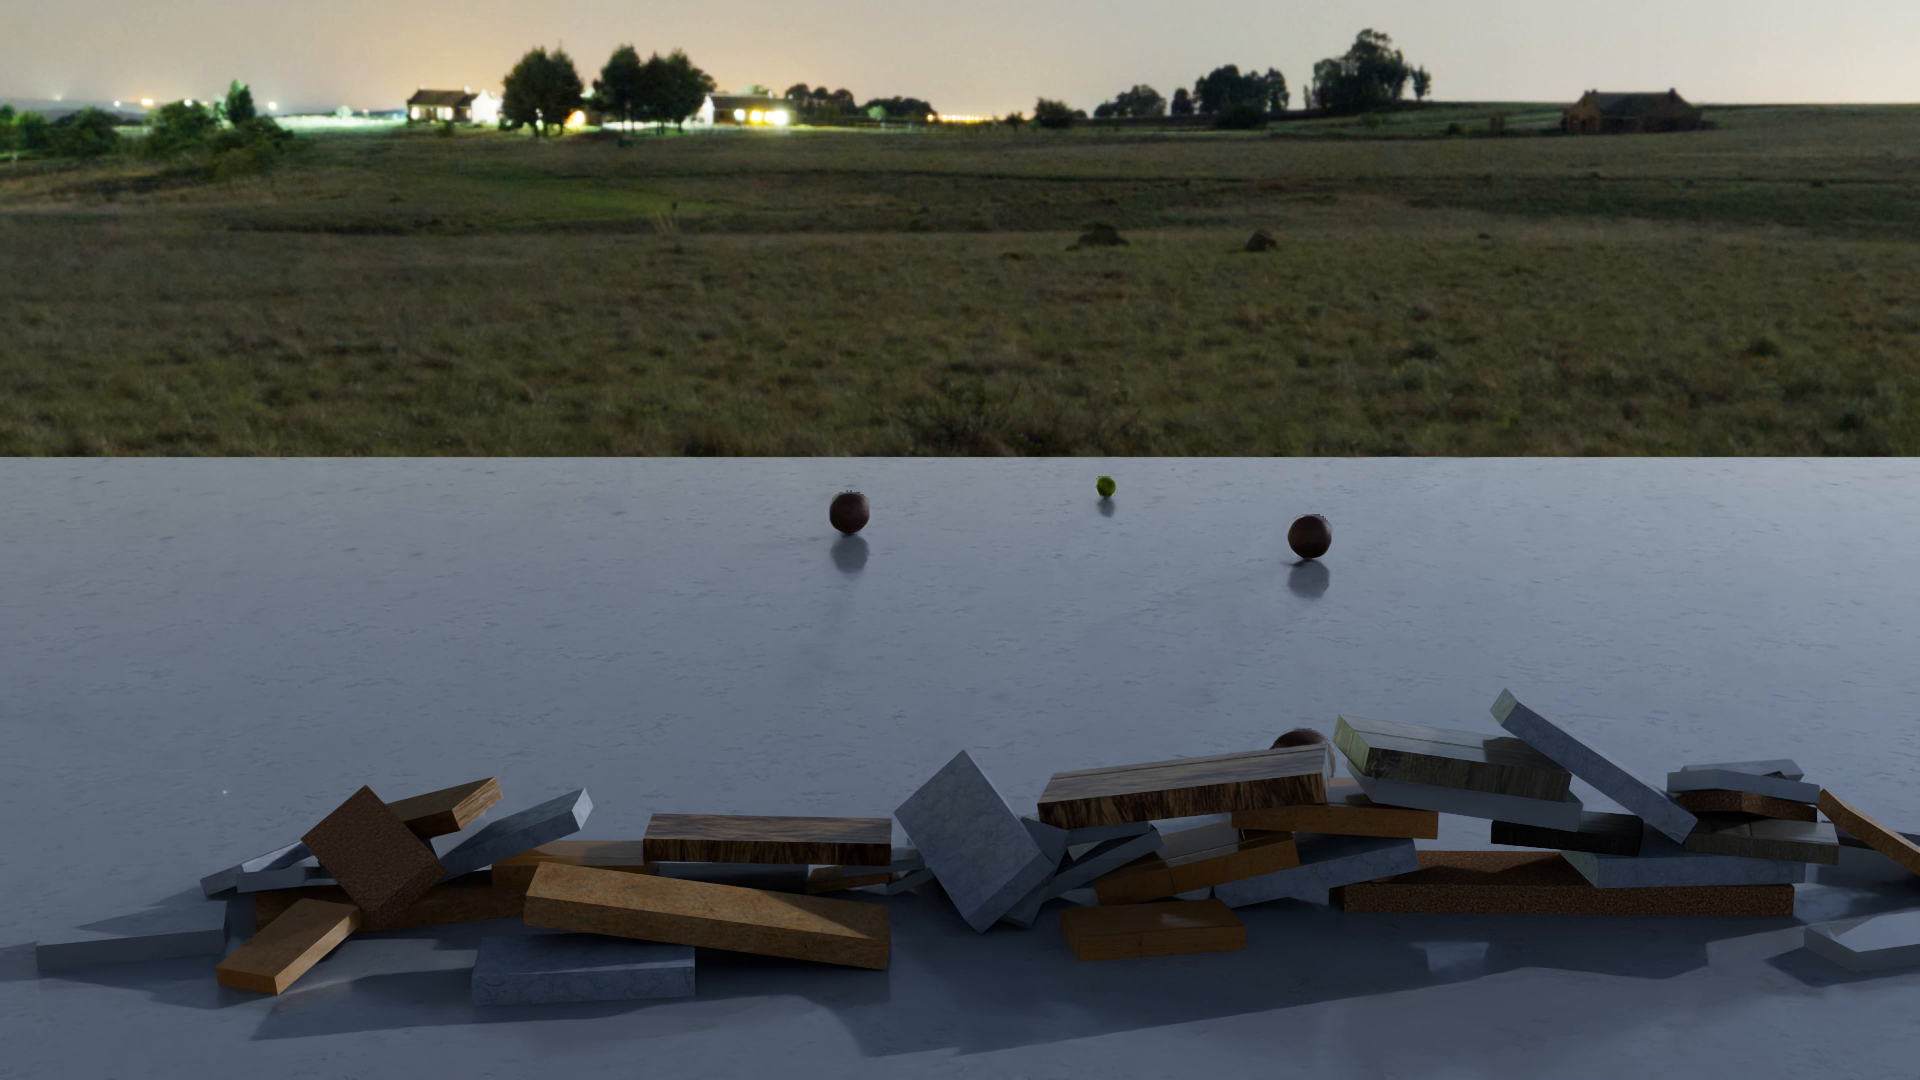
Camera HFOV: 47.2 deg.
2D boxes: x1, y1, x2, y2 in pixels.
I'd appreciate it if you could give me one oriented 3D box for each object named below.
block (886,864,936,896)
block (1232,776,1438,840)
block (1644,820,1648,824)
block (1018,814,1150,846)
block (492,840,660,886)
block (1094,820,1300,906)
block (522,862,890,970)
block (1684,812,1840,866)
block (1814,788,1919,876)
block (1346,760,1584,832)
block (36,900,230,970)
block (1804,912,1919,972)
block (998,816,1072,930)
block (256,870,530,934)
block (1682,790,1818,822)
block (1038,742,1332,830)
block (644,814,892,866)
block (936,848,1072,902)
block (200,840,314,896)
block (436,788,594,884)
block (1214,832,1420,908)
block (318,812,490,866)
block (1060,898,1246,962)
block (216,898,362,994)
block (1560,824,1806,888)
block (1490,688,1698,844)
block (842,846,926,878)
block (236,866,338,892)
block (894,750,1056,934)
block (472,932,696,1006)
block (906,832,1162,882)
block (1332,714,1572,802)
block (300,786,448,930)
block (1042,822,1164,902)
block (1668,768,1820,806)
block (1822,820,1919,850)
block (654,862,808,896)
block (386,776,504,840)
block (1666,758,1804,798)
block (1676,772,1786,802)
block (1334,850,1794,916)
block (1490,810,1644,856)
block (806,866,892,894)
[{"bbox_3d":[-0.058,0.550,3.681,0.138,0.020,0.069,-23,9,-1],"label":"block"},{"bbox_3d":[0.621,0.440,3.657,0.331,0.047,0.166,2,11,8],"label":"block"},{"bbox_3d":[1.348,0.516,3.981,0.229,0.032,0.114,-9,14,-40],"label":"block"},{"bbox_3d":[0.197,0.475,3.663,0.224,0.032,0.112,-10,9,1],"label":"block"},{"bbox_3d":[-0.635,0.536,3.649,0.257,0.036,0.128,0,11,0],"label":"block"},{"bbox_3d":[0.388,0.529,3.650,0.331,0.047,0.166,-14,10,4],"label":"block"},{"bbox_3d":[-0.384,0.577,3.385,0.549,0.046,0.161,8,9,-4],"label":"block"},{"bbox_3d":[1.307,0.487,3.597,0.233,0.033,0.117,3,11,16],"label":"block"},{"bbox_3d":[1.563,0.507,3.714,0.229,0.032,0.114,31,11,-3],"label":"block"},{"bbox_3d":[0.831,0.405,3.634,0.346,0.049,0.173,9,12,-6],"label":"block"},{"bbox_3d":[-1.287,0.615,3.430,0.270,0.038,0.135,-3,11,-15],"label":"block"},{"bbox_3d":[1.445,0.621,3.410,0.233,0.033,0.117,-3,11,-18],"label":"block"},{"bbox_3d":[0.106,0.537,3.552,0.085,0.024,0.171,14,60,26],"label":"block"},{"bbox_3d":[-0.853,0.586,3.586,0.563,0.038,0.135,-3,11,-17],"label":"block"},{"bbox_3d":[1.335,0.456,3.719,0.229,0.032,0.114,14,-15,-37],"label":"block"},{"bbox_3d":[0.372,0.408,3.631,0.466,0.049,0.172,-8,9,13],"label":"block"},{"bbox_3d":[-0.318,0.500,3.671,0.406,0.038,0.135,1,11,-1],"label":"block"},{"bbox_3d":[0.069,0.541,3.673,0.224,0.032,0.112,-16,9,-2],"label":"block"},{"bbox_3d":[-1.166,0.545,3.721,0.107,0.030,0.213,-21,-1,29],"label":"block"},{"bbox_3d":[-0.744,0.490,3.649,0.257,0.036,0.128,-21,10,4],"label":"block"},{"bbox_3d":[0.583,0.531,3.647,0.331,0.047,0.166,-13,10,6],"label":"block"},{"bbox_3d":[-0.940,0.511,3.713,0.270,0.038,0.135,-14,12,31],"label":"block"},{"bbox_3d":[0.301,0.611,3.453,0.265,0.037,0.132,-2,11,-11],"label":"block"},{"bbox_3d":[-1.018,0.616,3.344,0.107,0.030,0.213,4,22,20],"label":"block"},{"bbox_3d":[1.194,0.520,3.642,0.346,0.049,0.173,-1,11,-4],"label":"block"},{"bbox_3d":[1.047,0.371,3.650,0.344,0.049,0.172,34,7,4],"label":"block"},{"bbox_3d":[-0.129,0.536,3.673,0.138,0.020,0.069,-5,11,-4],"label":"block"},{"bbox_3d":[-1.090,0.552,3.578,0.107,0.030,0.213,-6,-8,-2],"label":"block"},{"bbox_3d":[0.020,0.489,3.599,0.161,0.046,0.321,-42,35,0],"label":"block"},{"bbox_3d":[-0.558,0.637,3.290,0.321,0.046,0.161,-1,11,-7],"label":"block"},{"bbox_3d":[0.134,0.539,3.841,0.434,0.037,0.132,-3,11,-14],"label":"block"},{"bbox_3d":[0.803,0.357,3.602,0.344,0.049,0.172,8,12,-9],"label":"block"},{"bbox_3d":[-0.945,0.507,3.538,0.135,0.038,0.270,-41,41,-18],"label":"block"},{"bbox_3d":[0.218,0.529,3.660,0.224,0.032,0.112,-24,9,-7],"label":"block"},{"bbox_3d":[1.320,0.419,3.704,0.229,0.032,0.114,10,-13,-24],"label":"block"},{"bbox_3d":[1.622,0.527,3.844,0.212,0.024,0.085,6,-14,31],"label":"block"},{"bbox_3d":[-0.384,0.575,3.653,0.257,0.036,0.128,0,11,0],"label":"block"},{"bbox_3d":[-0.912,0.466,3.679,0.270,0.038,0.135,-15,12,24],"label":"block"},{"bbox_3d":[1.349,0.451,3.872,0.265,0.132,0.037,0,41,-28],"label":"block"},{"bbox_3d":[1.326,0.475,3.832,0.229,0.114,0.032,-10,45,-19],"label":"block"},{"bbox_3d":[0.989,0.568,3.652,0.724,0.049,0.173,0,11,1],"label":"block"},{"bbox_3d":[1.006,0.479,3.640,0.233,0.033,0.117,3,11,21],"label":"block"},{"bbox_3d":[-0.183,0.563,3.691,0.138,0.020,0.069,-9,10,7],"label":"block"}]
